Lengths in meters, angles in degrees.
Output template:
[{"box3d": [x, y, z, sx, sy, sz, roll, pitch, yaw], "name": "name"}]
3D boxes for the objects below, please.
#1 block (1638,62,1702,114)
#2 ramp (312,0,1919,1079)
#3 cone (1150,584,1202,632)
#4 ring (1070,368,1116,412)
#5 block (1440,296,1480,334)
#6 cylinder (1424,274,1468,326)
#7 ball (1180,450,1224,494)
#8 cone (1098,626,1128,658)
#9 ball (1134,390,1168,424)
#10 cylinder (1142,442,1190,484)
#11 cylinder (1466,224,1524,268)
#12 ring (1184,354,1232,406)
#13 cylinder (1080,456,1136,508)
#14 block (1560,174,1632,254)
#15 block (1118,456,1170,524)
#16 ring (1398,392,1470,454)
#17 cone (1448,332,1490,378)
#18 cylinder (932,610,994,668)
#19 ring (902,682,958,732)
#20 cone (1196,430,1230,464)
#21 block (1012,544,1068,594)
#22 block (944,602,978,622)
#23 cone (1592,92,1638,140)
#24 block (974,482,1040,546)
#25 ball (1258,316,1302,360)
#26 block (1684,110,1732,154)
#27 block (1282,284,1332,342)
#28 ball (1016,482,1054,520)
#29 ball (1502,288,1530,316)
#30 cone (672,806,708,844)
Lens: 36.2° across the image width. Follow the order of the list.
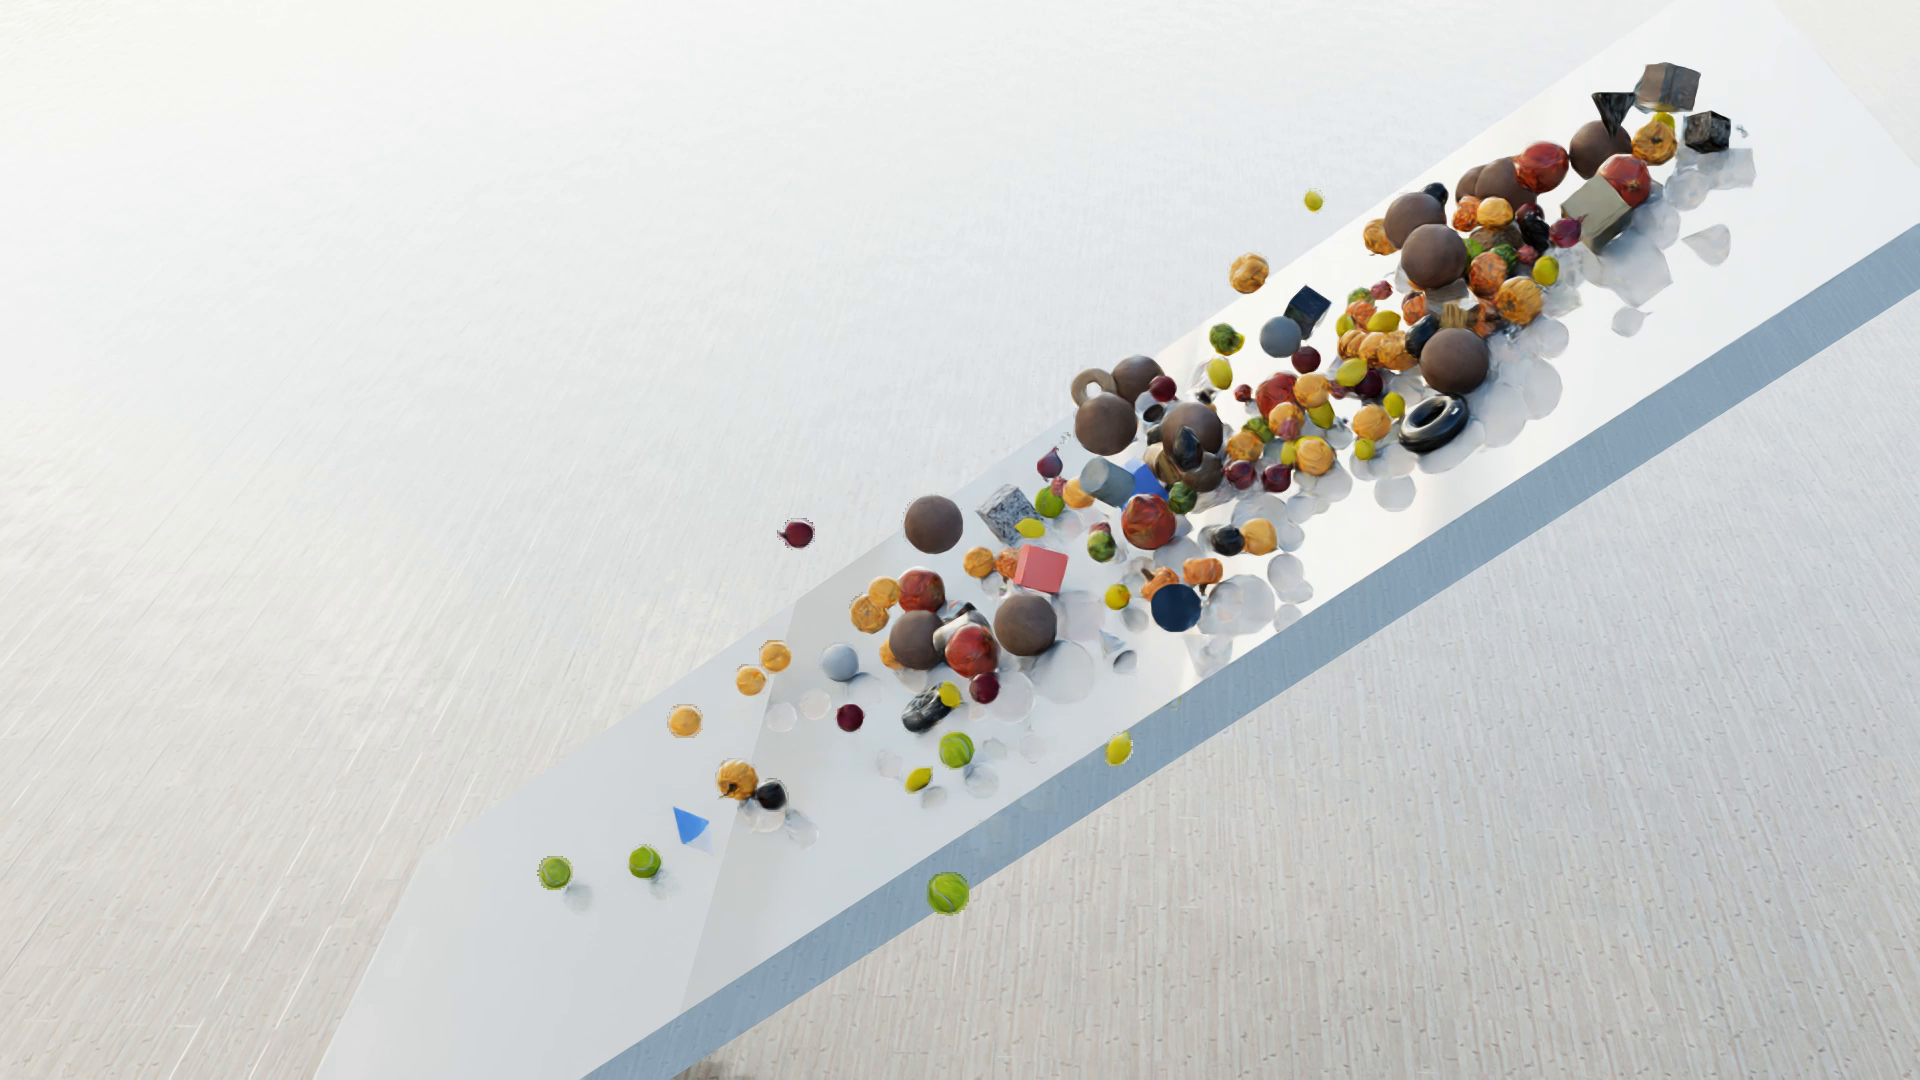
[{"box3d": [1.419, -0.904, 5.885, 0.080, 0.080, 0.080, 12, 1, -19], "name": "block"}, {"box3d": [0.130, 0.178, 6.320, 4.000, 0.100, 2.000, -34, 16, 16], "name": "ramp"}, {"box3d": [0.401, 0.143, 5.485, 0.096, 0.096, 0.096, 1, -21, 2], "name": "cone"}, {"box3d": [0.307, -0.344, 6.744, 0.106, 0.106, 0.035, 4, 9, 9], "name": "ring"}, {"box3d": [0.963, -0.433, 5.659, 0.051, 0.051, 0.051, 21, 30, 31], "name": "block"}, {"box3d": [0.966, -0.475, 5.848, 0.085, 0.085, 0.085, 3, -13, 8], "name": "cylinder"}, {"box3d": [0.486, -0.136, 5.902, 0.086, 0.086, 0.086, 0, 22, 0], "name": "ball"}, {"box3d": [0.281, 0.188, 5.606, 0.057, 0.057, 0.057, -35, -2, -2], "name": "cone"}, {"box3d": [0.432, -0.301, 6.663, 0.075, 0.075, 0.075, 0, 22, 0], "name": "ball"}, {"box3d": [0.441, -0.164, 6.240, 0.083, 0.083, 0.083, -7, 8, -15], "name": "cylinder"}, {"box3d": [1.089, -0.599, 5.992, 0.082, 0.082, 0.082, -12, 2, -26], "name": "cylinder"}, {"box3d": [0.517, -0.332, 6.128, 0.041, 0.123, 0.123, 36, 10, -24], "name": "ring"}, {"box3d": [0.295, -0.116, 5.880, 0.078, 0.078, 0.078, 27, 3, -38], "name": "cylinder"}, {"box3d": [1.227, -0.629, 5.677, 0.095, 0.095, 0.095, 50, 2, 18], "name": "block"}, {"box3d": [0.370, -0.106, 6.221, 0.091, 0.091, 0.091, -39, 15, -2], "name": "block"}, {"box3d": [0.878, -0.217, 5.450, 0.146, 0.049, 0.146, -33, 22, 15], "name": "ring"}, {"box3d": [0.961, -0.346, 5.661, 0.085, 0.085, 0.085, 25, 20, -10], "name": "cone"}, {"box3d": [0.008, 0.208, 6.150, 0.092, 0.092, 0.092, -30, 8, 28], "name": "cylinder"}, {"box3d": [-0.062, 0.343, 6.021, 0.131, 0.044, 0.131, -34, 17, 12], "name": "ring"}, {"box3d": [0.539, -0.191, 6.073, 0.078, 0.078, 0.078, -8, 3, -19], "name": "cone"}, {"box3d": [0.168, 0.062, 6.128, 0.085, 0.085, 0.085, 15, -2, -9], "name": "block"}, {"box3d": [0.008, 0.169, 6.337, 0.052, 0.052, 0.052, -45, 16, -20], "name": "block"}, {"box3d": [1.283, -0.830, 5.781, 0.090, 0.090, 0.090, 3, 1, 0], "name": "cone"}, {"box3d": [0.110, -0.059, 6.668, 0.096, 0.096, 0.096, -41, 16, -7], "name": "block"}, {"box3d": [0.639, -0.404, 5.864, 0.086, 0.086, 0.086, 0, 22, 0], "name": "ball"}, {"box3d": [1.453, -0.792, 5.713, 0.060, 0.060, 0.060, 16, -13, -34], "name": "block"}, {"box3d": [0.741, -0.486, 6.303, 0.072, 0.072, 0.072, 35, 54, 10], "name": "block"}, {"box3d": [0.169, -0.088, 6.571, 0.085, 0.085, 0.085, 0, 22, 0], "name": "ball"}, {"box3d": [1.077, -0.461, 5.698, 0.053, 0.053, 0.053, 0, 22, 0], "name": "ball"}, {"box3d": [-0.604, 0.610, 6.427, 0.077, 0.077, 0.077, -35, 16, 12], "name": "cone"}]
